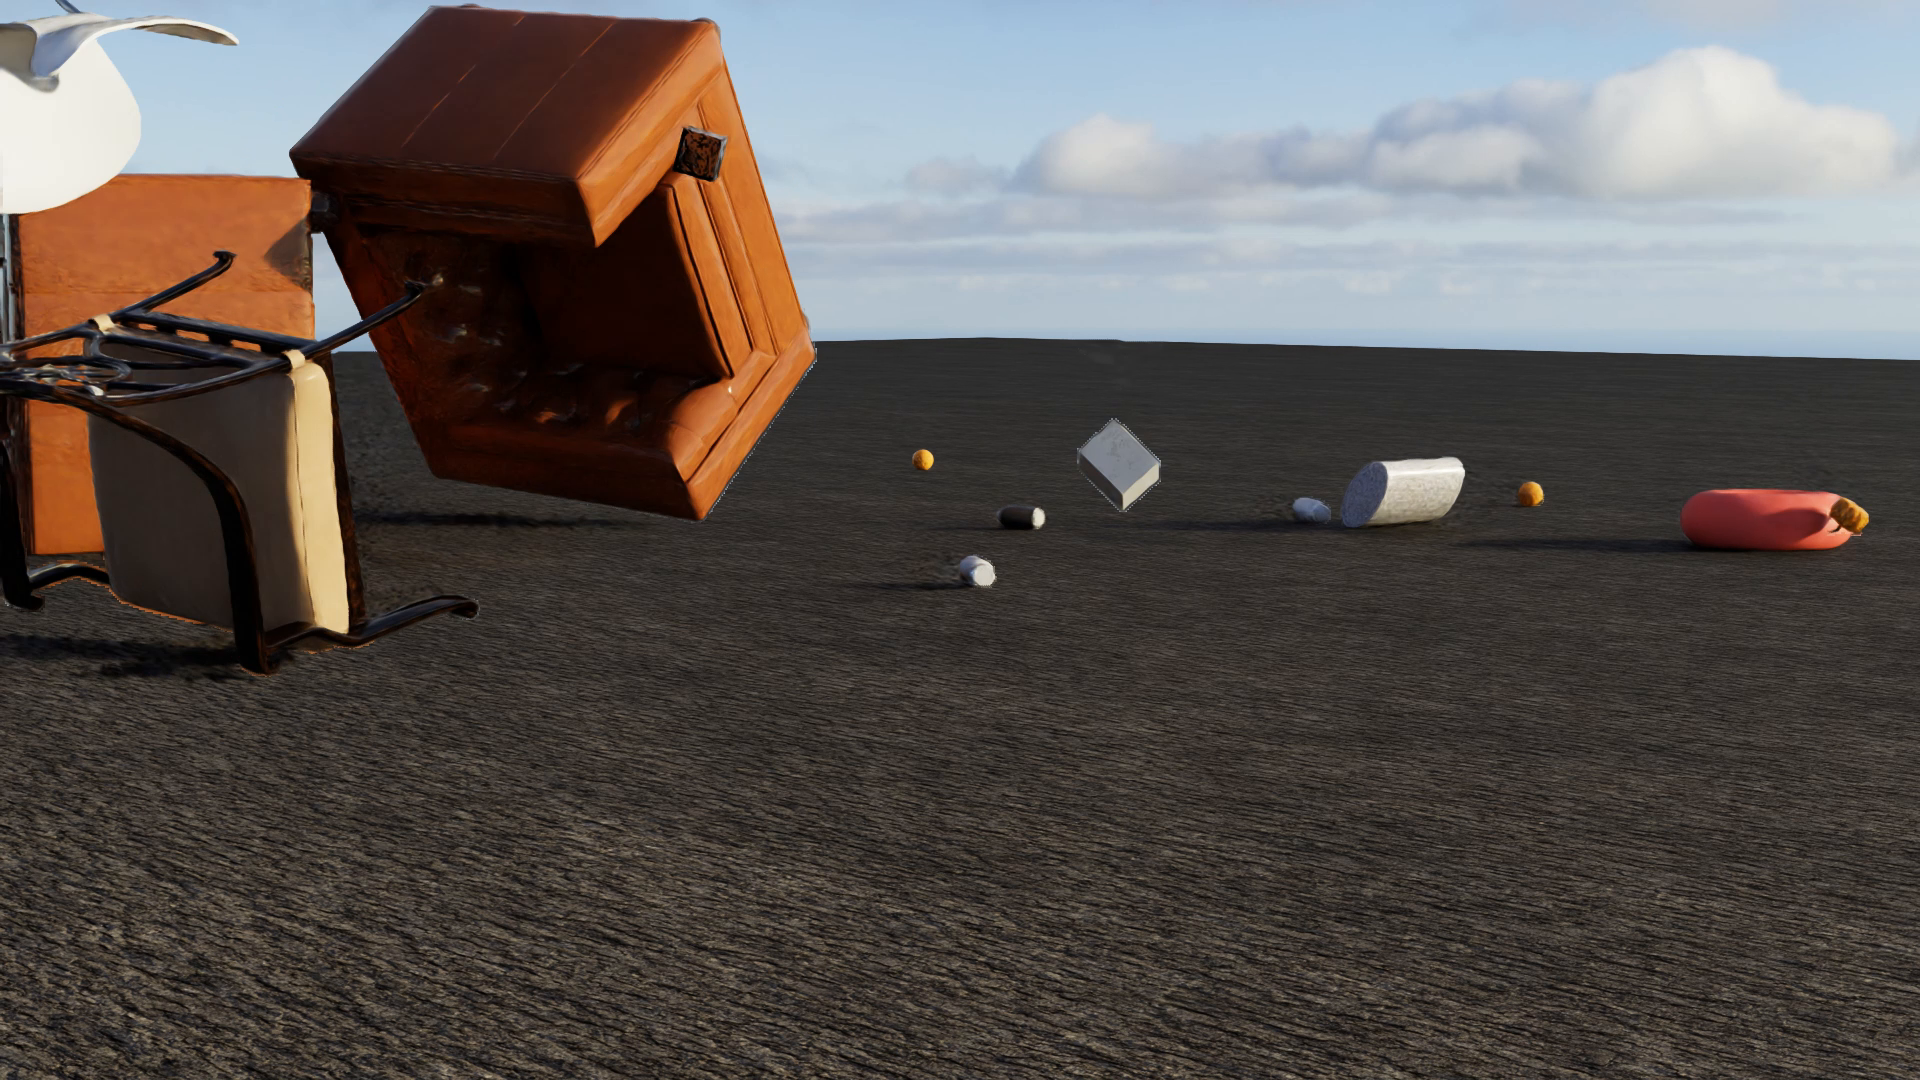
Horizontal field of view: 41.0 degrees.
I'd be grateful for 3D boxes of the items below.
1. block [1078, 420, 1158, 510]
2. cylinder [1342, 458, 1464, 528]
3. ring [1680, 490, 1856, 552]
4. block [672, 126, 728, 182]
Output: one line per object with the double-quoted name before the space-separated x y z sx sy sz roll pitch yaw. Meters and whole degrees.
"block" 0.415 -0.196 6.709 0.129 0.165 0.120 -41 -17 -10
"cylinder" 1.163 -0.124 6.742 0.269 0.222 0.119 -4 51 -33
"ring" 1.965 -0.049 6.242 0.426 0.136 0.300 0 5 -6
"block" -0.405 -0.603 4.009 0.063 0.068 0.056 17 14 1
